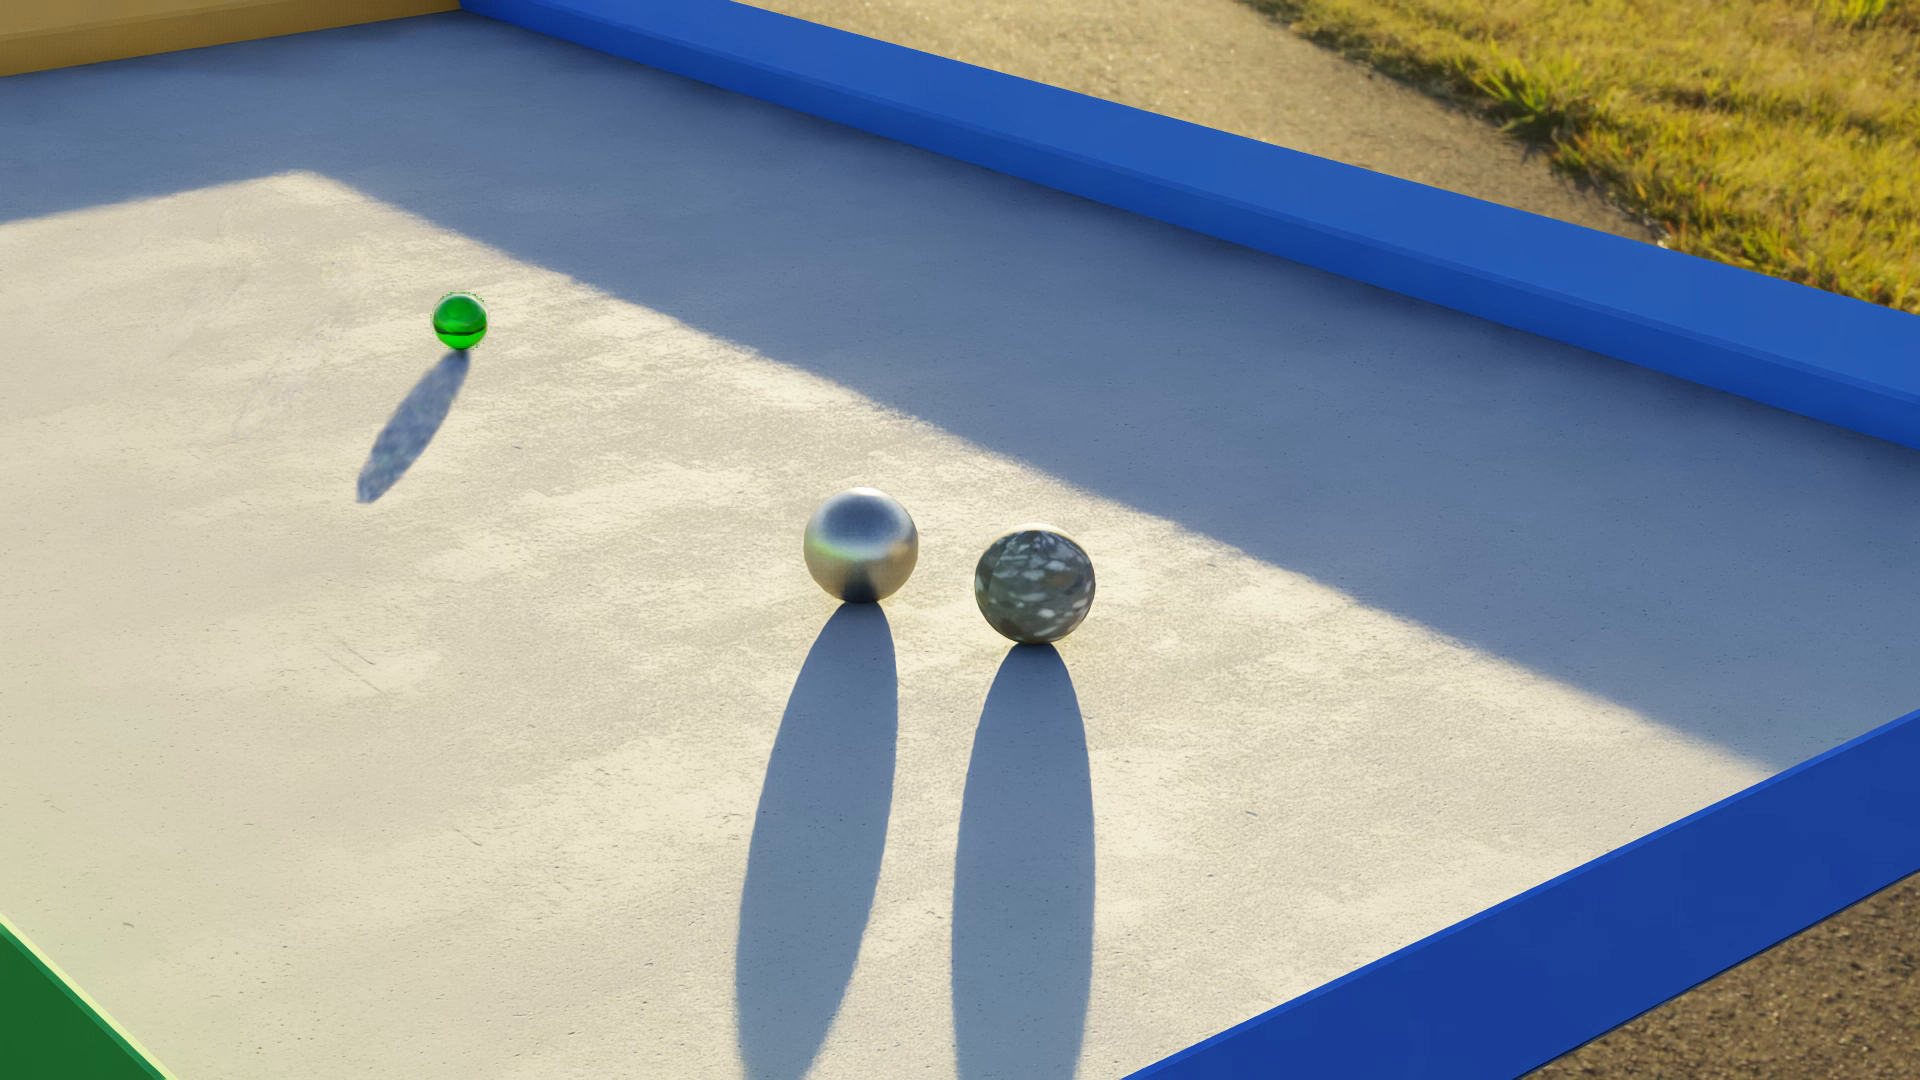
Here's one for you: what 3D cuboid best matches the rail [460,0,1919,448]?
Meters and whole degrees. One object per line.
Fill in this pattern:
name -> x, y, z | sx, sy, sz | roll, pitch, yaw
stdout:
rail -> 0.196, -0.460, 3.586 | 0.045, 0.128, 3.219 | -17, 27, -36

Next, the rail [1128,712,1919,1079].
rail -> 0.496, 0.208, 1.907 | 1.880, 0.128, 0.045 | -17, 27, -36

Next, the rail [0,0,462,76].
rail -> -1.519, -0.697, 4.183 | 1.880, 0.128, 0.045 | -17, 27, -36

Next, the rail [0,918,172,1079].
rail -> -1.219, -0.029, 2.504 | 0.045, 0.128, 3.219 | -17, 27, -36

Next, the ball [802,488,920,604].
ball -> -0.083, 0.005, 2.463 | 0.097, 0.097, 0.097 | 0, 22, 0

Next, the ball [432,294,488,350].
ball -> -0.528, -0.231, 3.107 | 0.059, 0.059, 0.059 | 0, 22, 0

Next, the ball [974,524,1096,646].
ball -> 0.061, 0.036, 2.383 | 0.099, 0.099, 0.099 | 0, 22, 0
